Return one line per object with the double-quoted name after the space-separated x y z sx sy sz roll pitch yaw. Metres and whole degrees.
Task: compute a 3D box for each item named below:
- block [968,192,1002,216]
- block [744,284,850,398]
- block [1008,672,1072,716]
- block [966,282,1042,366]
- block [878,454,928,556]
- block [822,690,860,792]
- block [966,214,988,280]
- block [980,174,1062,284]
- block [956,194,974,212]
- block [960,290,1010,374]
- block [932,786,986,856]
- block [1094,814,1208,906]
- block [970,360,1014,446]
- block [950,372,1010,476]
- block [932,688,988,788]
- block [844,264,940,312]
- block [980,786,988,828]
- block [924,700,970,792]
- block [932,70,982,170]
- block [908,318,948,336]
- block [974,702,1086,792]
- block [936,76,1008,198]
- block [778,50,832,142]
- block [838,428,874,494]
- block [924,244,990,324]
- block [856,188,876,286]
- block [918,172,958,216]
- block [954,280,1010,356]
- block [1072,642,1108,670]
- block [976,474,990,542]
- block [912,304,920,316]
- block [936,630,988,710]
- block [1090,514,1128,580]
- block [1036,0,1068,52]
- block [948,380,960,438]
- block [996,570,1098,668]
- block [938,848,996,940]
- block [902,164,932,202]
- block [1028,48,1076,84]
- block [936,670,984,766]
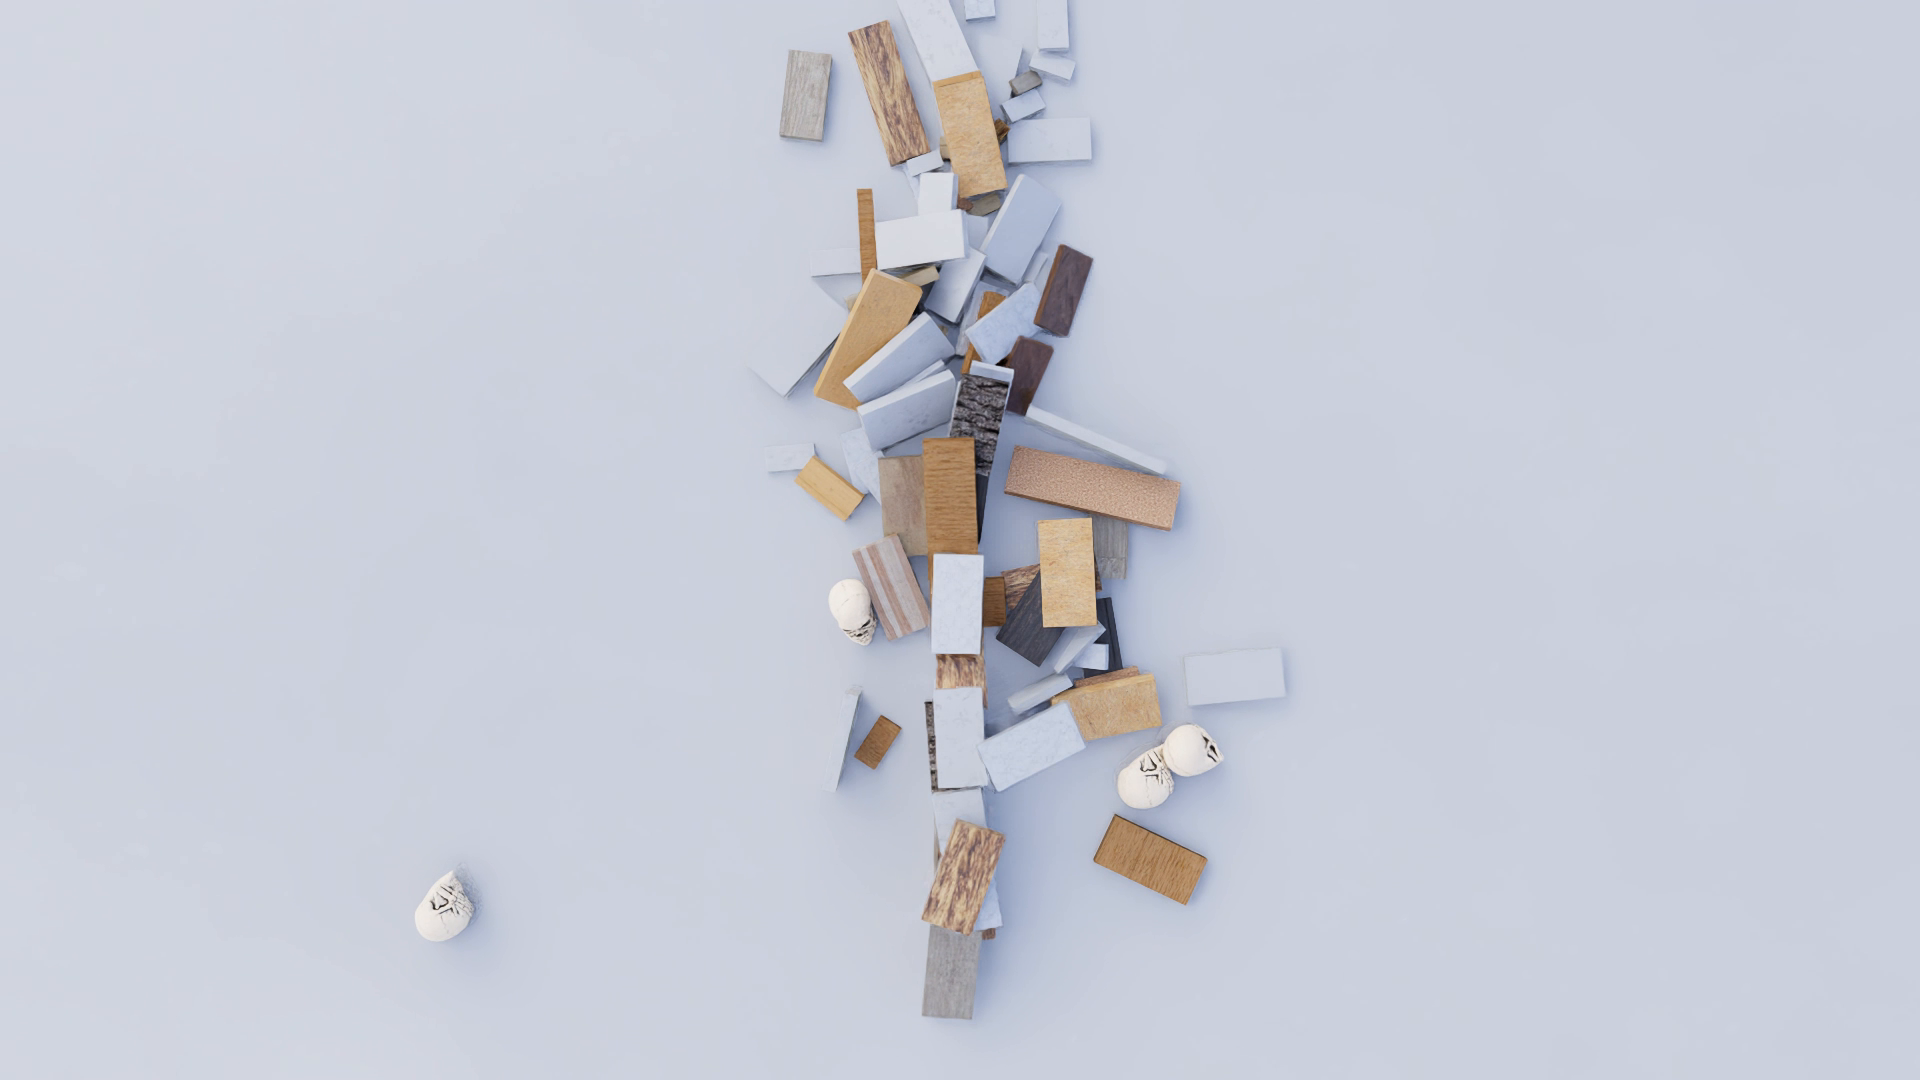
0.081 -1.111 5.492 0.108 0.015 0.054 -25 90 0 "block"
-0.533 -0.661 5.466 0.175 0.050 0.350 41 87 0 "block"
0.263 0.501 5.445 0.212 0.106 0.030 -28 105 0 "block"
0.163 -0.707 5.414 0.282 0.040 0.141 -40 113 -17 "block"
-0.177 -0.112 5.434 0.165 0.047 0.329 -5 103 -4 "block"
-0.389 0.657 5.420 0.045 0.160 0.320 13 90 0 "block"
0.015 -0.950 5.454 0.124 0.035 0.248 8 99 -2 "block"
0.192 -1.024 5.444 0.160 0.045 0.320 28 90 -26 "block"
-0.010 -1.126 5.471 0.103 0.015 0.051 38 56 10 "block"
0.110 -0.664 5.439 0.141 0.040 0.282 17 89 -28 "block"
0.011 0.963 5.322 0.158 0.045 0.317 -9 96 -1 "block"
0.632 1.061 5.476 0.337 0.048 0.168 25 90 0 "block"
0.079 -0.439 5.416 0.141 0.040 0.282 13 117 -1 "block"
0.053 -0.372 5.326 0.154 0.044 0.309 12 105 0 "block"
0.000 0.638 5.325 0.157 0.044 0.314 -3 85 0 "block"
-0.225 -0.825 5.401 0.310 0.155 0.044 -22 104 -1 "block"
0.006 0.882 5.415 0.158 0.045 0.317 -6 75 -2 "block"
-0.025 0.684 5.426 0.158 0.045 0.317 -5 71 -1 "block"
0.026 -1.364 5.420 0.160 0.045 0.320 -12 108 6 "block"
-0.142 -0.591 5.481 0.137 0.039 0.275 15 90 0 "block"
0.226 0.664 5.301 0.322 0.046 0.161 -25 93 -12 "block"
0.039 -1.315 5.389 0.160 0.045 0.359 -12 108 6 "block"
-0.512 -1.476 5.480 0.142 0.040 0.283 7 90 0 "block"
-0.322 -0.262 5.485 0.108 0.030 0.215 -16 90 0 "block"
-0.011 -0.849 5.410 0.122 0.035 0.244 31 108 16 "block"
-0.305 -0.965 5.455 0.051 0.015 0.385 -3 101 0 "block"
-0.076 -1.079 5.423 0.124 0.035 0.248 7 94 29 "block"
0.073 -0.720 5.455 0.124 0.035 0.247 14 90 -28 "block"
0.411 0.379 5.443 0.165 0.023 0.082 4 97 32 "block"
0.011 -0.154 5.435 0.154 0.044 0.309 8 106 1 "block"
-0.187 -0.765 5.493 0.103 0.015 0.051 -15 90 0 "block"
0.002 0.405 5.427 0.157 0.044 0.314 -4 71 -1 "block"
0.493 -0.002 5.482 0.130 0.037 0.259 2 90 0 "block"
0.307 -1.723 5.475 0.098 0.028 0.196 -2 84 0 "block"
0.042 -0.359 5.411 0.154 0.044 0.309 11 116 0 "block"
0.284 0.225 5.423 0.174 0.049 0.347 33 95 5 "block"
0.022 1.165 5.436 0.154 0.044 0.309 -7 92 0 "block"
-0.123 -1.185 5.488 0.082 0.023 0.165 -23 90 0 "block"
0.306 -1.576 5.480 0.143 0.020 0.072 19 73 0 "block"
-0.001 0.583 5.413 0.157 0.044 0.314 -1 71 0 "block"
